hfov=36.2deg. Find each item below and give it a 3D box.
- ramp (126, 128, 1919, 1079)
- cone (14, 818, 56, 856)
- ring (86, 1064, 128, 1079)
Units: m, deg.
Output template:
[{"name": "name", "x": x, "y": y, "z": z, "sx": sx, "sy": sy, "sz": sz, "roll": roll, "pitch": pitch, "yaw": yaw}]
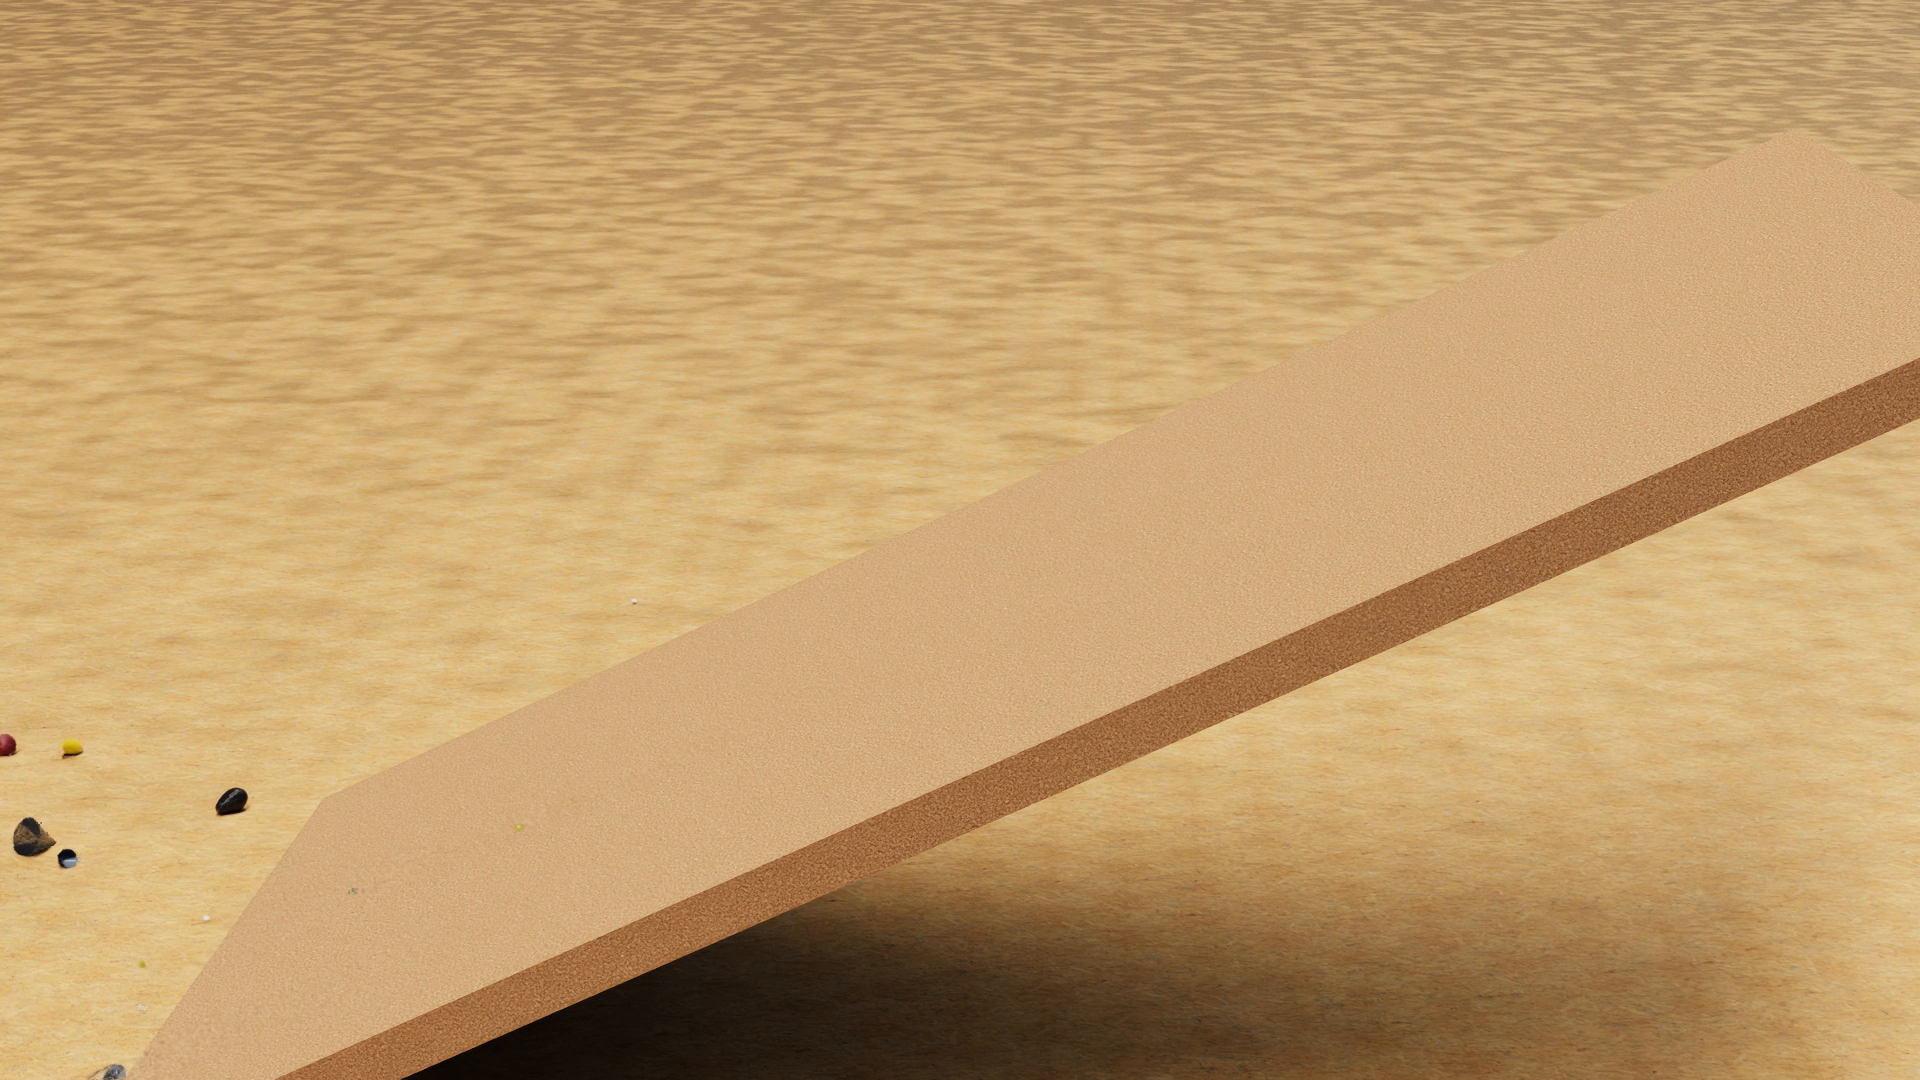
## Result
[{"name": "ramp", "x": 0.137, "y": 0.168, "z": 6.282, "sx": 4.000, "sy": 0.100, "sz": 2.000, "roll": -24, "pitch": 13, "yaw": 9}, {"name": "cone", "x": -2.330, "y": 0.760, "z": 7.463, "sx": 0.098, "sy": 0.098, "sz": 0.098, "roll": 11, "pitch": -7, "yaw": 34}, {"name": "ring", "x": -1.755, "y": 1.115, "z": 5.997, "sx": 0.124, "sy": 0.041, "sz": 0.124, "roll": -29, "pitch": 13, "yaw": 7}]
